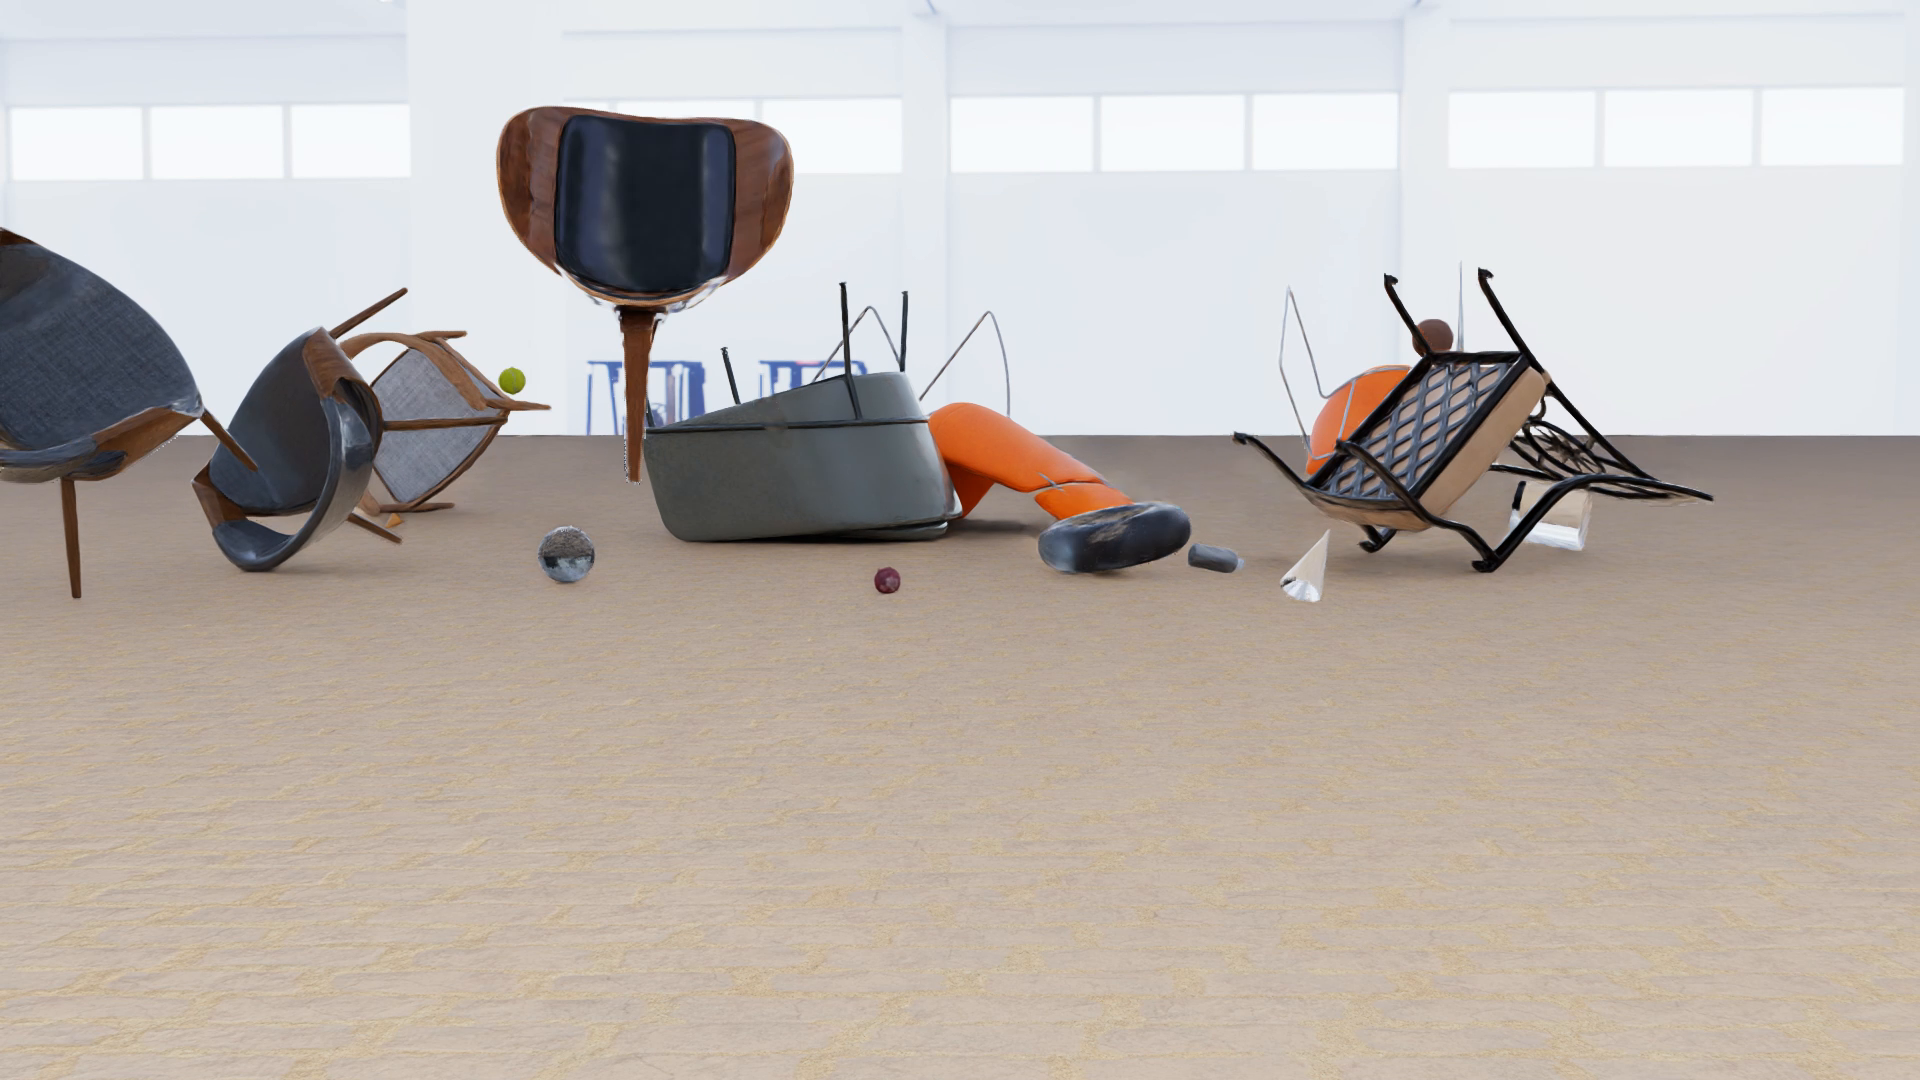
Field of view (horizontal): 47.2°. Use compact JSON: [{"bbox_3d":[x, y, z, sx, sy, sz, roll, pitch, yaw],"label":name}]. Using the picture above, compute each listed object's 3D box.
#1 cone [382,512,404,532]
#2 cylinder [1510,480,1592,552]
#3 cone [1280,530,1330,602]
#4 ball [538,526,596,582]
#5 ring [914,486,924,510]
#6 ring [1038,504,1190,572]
[{"bbox_3d":[-1.801,-0.051,6.962,0.058,0.068,0.045,39,-11,44],"label":"cone"},{"bbox_3d":[1.637,-0.067,6.090,0.184,0.164,0.229,11,-10,22],"label":"cylinder"},{"bbox_3d":[0.750,0.040,4.640,0.090,0.156,0.105,32,-18,-9],"label":"cone"},{"bbox_3d":[-0.912,0.034,5.097,0.131,0.131,0.131,0,4,0],"label":"ball"},{"bbox_3d":[-0.153,-0.159,8.194,0.025,0.091,0.102,-2,6,-6],"label":"ring"},{"bbox_3d":[0.375,-0.006,5.387,0.448,0.116,0.279,-6,12,46],"label":"ring"}]
